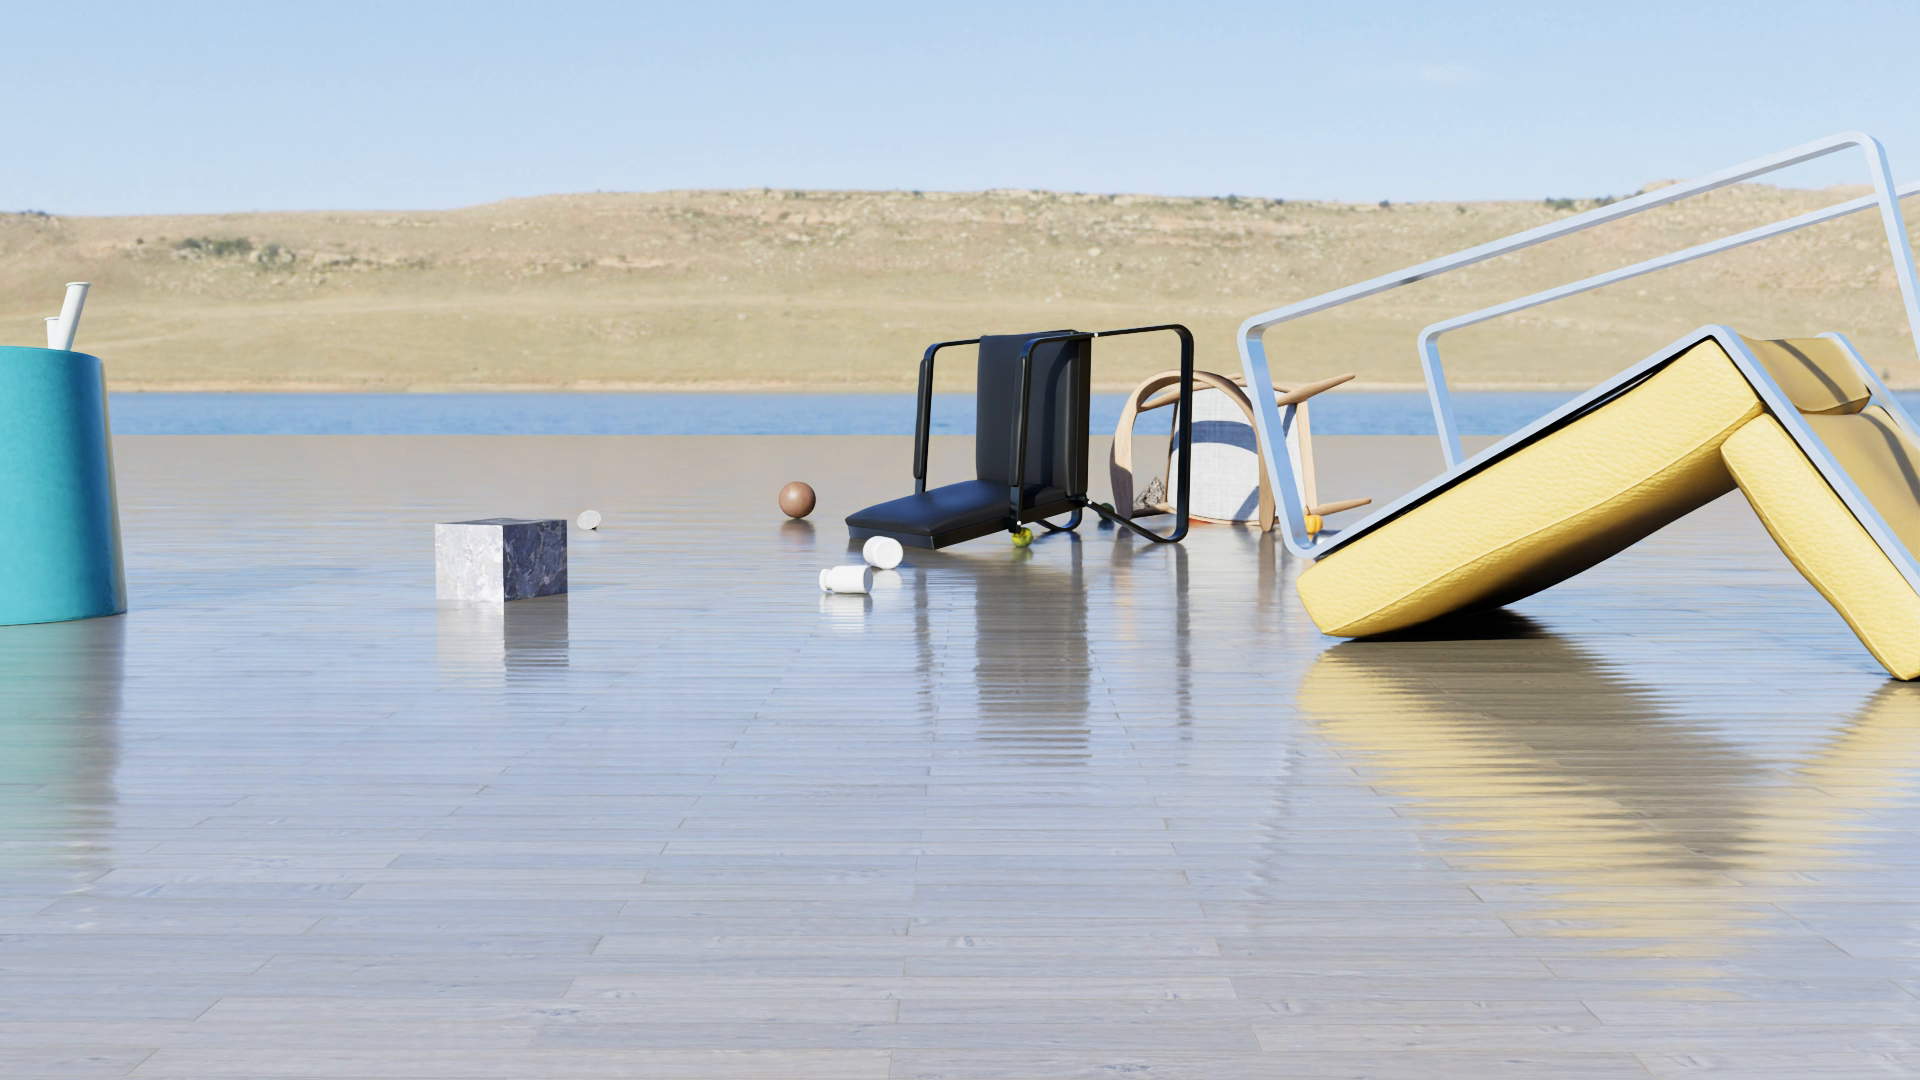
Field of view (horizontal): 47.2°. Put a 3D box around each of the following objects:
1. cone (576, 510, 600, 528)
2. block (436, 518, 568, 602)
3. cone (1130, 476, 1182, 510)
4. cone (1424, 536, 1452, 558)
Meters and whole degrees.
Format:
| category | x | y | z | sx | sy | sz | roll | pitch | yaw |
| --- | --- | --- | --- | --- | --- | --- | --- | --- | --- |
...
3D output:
| category | x | y | z | sx | sy | sz | roll | pitch | yaw |
| --- | --- | --- | --- | --- | --- | --- | --- | --- | --- |
| cone | -1.186 | -0.052 | 7.089 | 0.080 | 0.067 | 0.063 | -3 | -29 | 15 |
| block | -0.994 | 0.041 | 4.779 | 0.173 | 0.161 | 0.239 | 2 | 4 | 24 |
| cone | 0.740 | -0.182 | 8.313 | 0.194 | 0.121 | 0.232 | 3 | 5 | 36 |
| cone | 1.258 | 0.034 | 5.825 | 0.065 | 0.066 | 0.076 | -27 | -18 | 1 |
